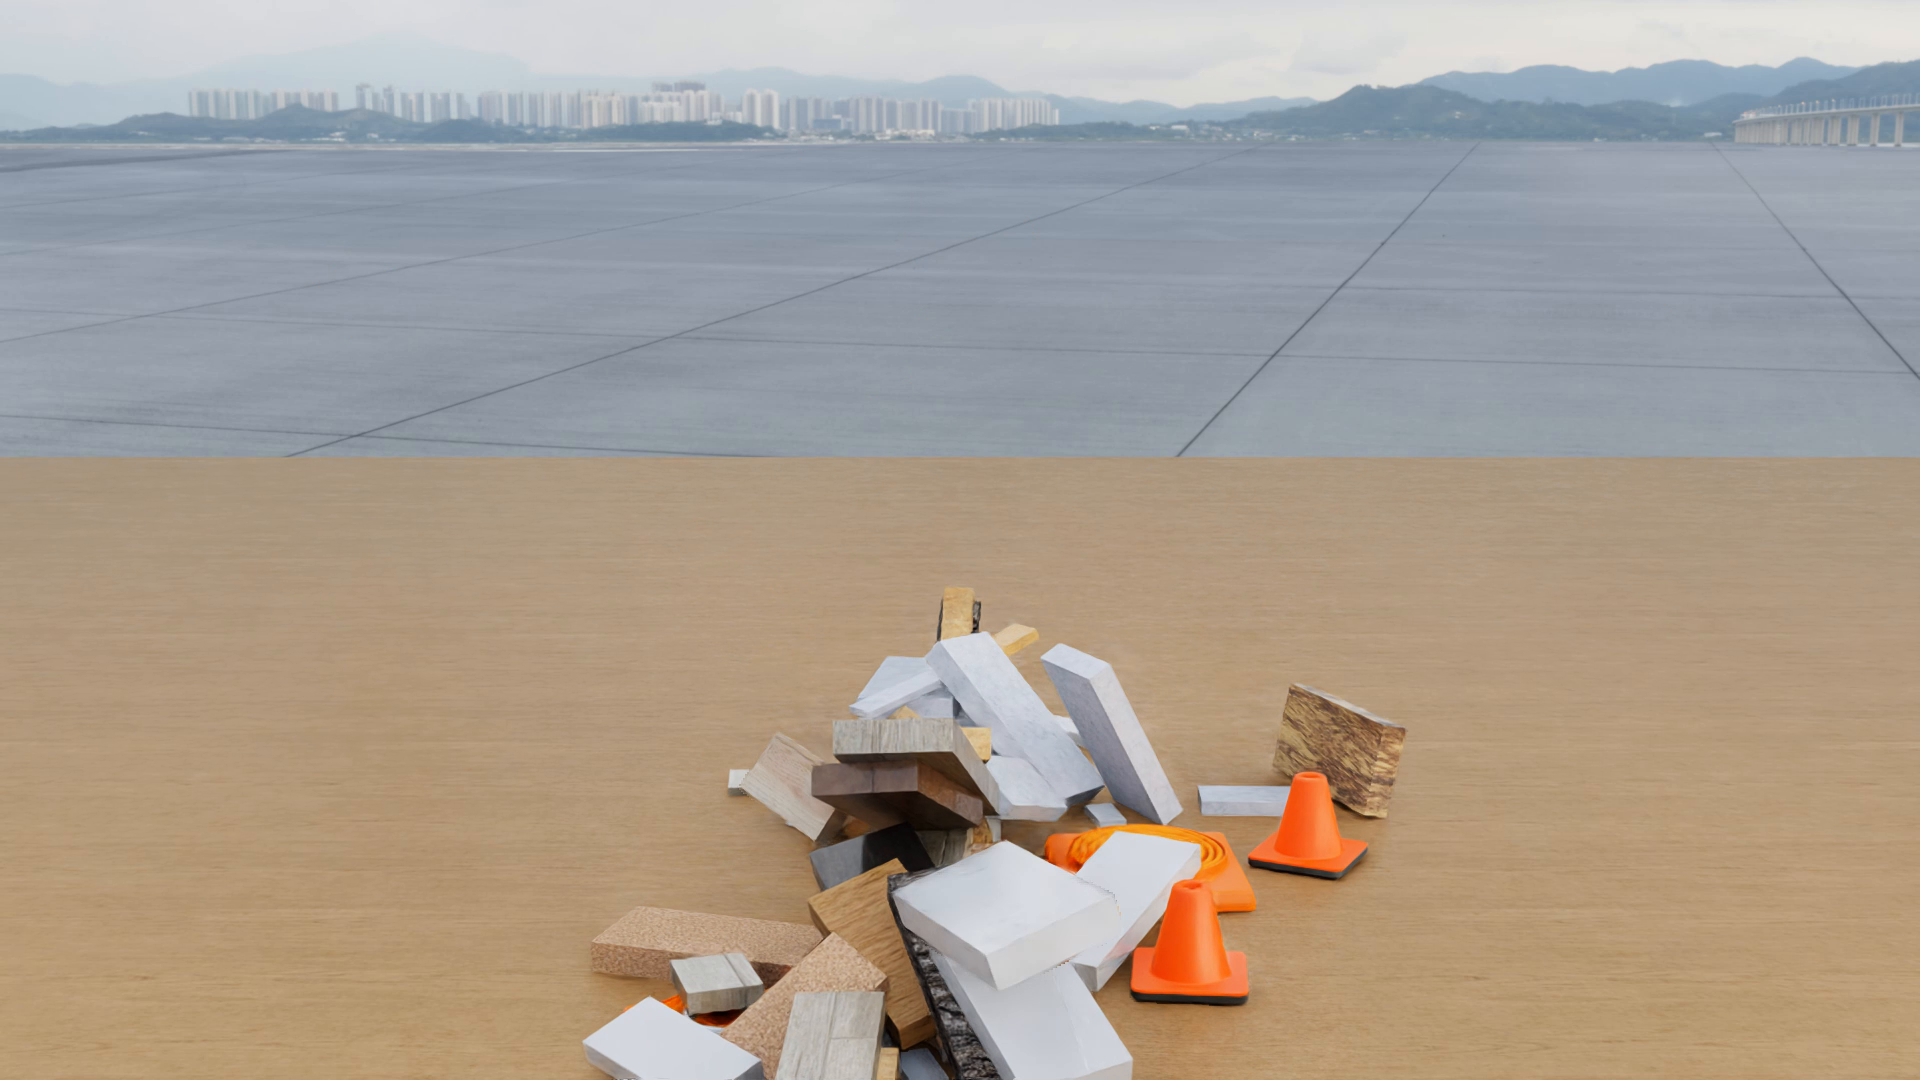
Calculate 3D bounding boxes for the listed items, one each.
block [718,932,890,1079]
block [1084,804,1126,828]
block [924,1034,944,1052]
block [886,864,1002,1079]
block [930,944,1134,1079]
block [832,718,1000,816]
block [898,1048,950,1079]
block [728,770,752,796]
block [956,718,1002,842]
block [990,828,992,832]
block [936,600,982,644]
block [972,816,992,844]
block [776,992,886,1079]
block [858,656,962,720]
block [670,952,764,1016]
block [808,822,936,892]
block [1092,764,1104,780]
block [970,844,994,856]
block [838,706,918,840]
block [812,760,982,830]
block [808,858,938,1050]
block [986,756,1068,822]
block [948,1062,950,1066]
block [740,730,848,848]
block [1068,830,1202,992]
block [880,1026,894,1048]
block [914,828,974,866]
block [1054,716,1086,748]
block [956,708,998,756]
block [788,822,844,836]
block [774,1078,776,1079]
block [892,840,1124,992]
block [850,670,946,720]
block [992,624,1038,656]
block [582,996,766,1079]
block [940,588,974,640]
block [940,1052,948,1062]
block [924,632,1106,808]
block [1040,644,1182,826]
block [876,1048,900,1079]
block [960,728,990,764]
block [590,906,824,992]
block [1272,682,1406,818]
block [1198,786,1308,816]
[{"bbox_3d":[-0.209,0.635,2.965,0.106,0.030,0.212,35,60,30],"label":"block"},{"bbox_3d":[0.268,0.510,4.062,0.051,0.015,0.103,-2,11,-12],"label":"block"},{"bbox_3d":[-0.023,0.667,3.044,0.072,0.020,0.144,-23,9,-20],"label":"block"},{"bbox_3d":[0.031,0.606,2.943,0.146,0.041,0.456,-8,36,-15],"label":"block"},{"bbox_3d":[0.089,0.608,2.870,0.150,0.043,0.301,-13,38,-21],"label":"block"},{"bbox_3d":[-0.060,0.363,3.450,0.177,0.050,0.533,-2,-17,8],"label":"block"},{"bbox_3d":[-0.054,0.714,2.961,0.052,0.015,0.103,-3,11,-17],"label":"block"},{"bbox_3d":[-0.418,0.470,4.266,0.060,0.017,0.121,-1,11,-4],"label":"block"},{"bbox_3d":[-0.030,0.437,4.022,0.179,0.051,0.358,-1,25,-4],"label":"block"},{"bbox_3d":[0.002,0.549,3.655,0.101,0.029,0.202,0,27,1],"label":"block"},{"bbox_3d":[-0.007,0.206,4.551,0.081,0.163,0.023,2,-21,15],"label":"block"},{"bbox_3d":[-0.008,0.480,3.701,0.101,0.029,0.202,-2,10,-6],"label":"block"},{"bbox_3d":[-0.165,0.666,2.736,0.118,0.034,0.411,-2,13,2],"label":"block"},{"bbox_3d":[-0.081,0.292,4.299,0.179,0.051,0.358,1,10,7],"label":"block"},{"bbox_3d":[-0.346,0.628,3.121,0.106,0.030,0.212,-4,2,-14],"label":"block"},{"bbox_3d":[-0.094,0.558,3.266,0.165,0.047,0.428,-16,23,-11],"label":"block"},{"bbox_3d":[0.259,0.458,4.338,0.103,0.015,0.051,9,14,39],"label":"block"},{"bbox_3d":[-0.014,0.566,3.479,0.115,0.033,0.230,-5,28,10],"label":"block"},{"bbox_3d":[-0.146,0.422,3.997,0.124,0.035,0.247,-40,22,31],"label":"block"},{"bbox_3d":[-0.093,0.398,3.400,0.165,0.047,0.330,-5,-18,17],"label":"block"},{"bbox_3d":[-0.085,0.575,3.082,0.146,0.041,0.292,-22,38,-19],"label":"block"},{"bbox_3d":[0.093,0.437,3.879,0.124,0.035,0.248,47,13,23],"label":"block"},{"bbox_3d":[0.021,0.688,2.993,0.052,0.015,0.103,4,16,12],"label":"block"},{"bbox_3d":[-0.287,0.450,3.986,0.247,0.124,0.035,27,-8,48],"label":"block"},{"bbox_3d":[0.231,0.575,3.451,0.150,0.043,0.423,6,21,27],"label":"block"},{"bbox_3d":[-0.167,0.668,3.081,0.106,0.030,0.212,16,6,-15],"label":"block"},{"bbox_3d":[-0.046,0.507,3.481,0.115,0.033,0.230,-8,19,8],"label":"block"},{"bbox_3d":[0.228,0.401,4.612,0.198,0.028,0.099,6,12,29],"label":"block"},{"bbox_3d":[-0.002,0.406,4.210,0.179,0.051,0.358,0,25,-1],"label":"block"},{"bbox_3d":[-0.249,0.515,4.024,0.121,0.017,0.060,6,12,31],"label":"block"},{"bbox_3d":[-0.110,0.737,2.766,0.146,0.041,0.292,-6,12,-30],"label":"block"},{"bbox_3d":[0.055,0.482,2.858,0.177,0.050,0.355,-22,11,-18],"label":"block"},{"bbox_3d":[-0.105,0.286,4.128,0.051,0.015,0.247,13,23,38],"label":"block"},{"bbox_3d":[0.080,0.229,4.675,0.163,0.023,0.081,-28,21,-27],"label":"block"},{"bbox_3d":[-0.380,0.688,2.907,0.233,0.033,0.117,17,35,41],"label":"block"},{"bbox_3d":[-0.008,0.194,4.510,0.060,0.191,0.017,2,-7,15],"label":"block"},{"bbox_3d":[0.003,0.689,3.077,0.072,0.020,0.144,-1,11,-7],"label":"block"},{"bbox_3d":[0.104,0.342,4.161,0.382,0.048,0.171,52,28,18],"label":"block"},{"bbox_3d":[0.279,0.356,4.038,0.048,0.342,0.171,-36,25,-18],"label":"block"},{"bbox_3d":[-0.141,0.701,2.743,0.118,0.034,0.237,-2,12,2],"label":"block"},{"bbox_3d":[-0.072,0.370,3.643,0.177,0.050,0.355,3,-17,-10],"label":"block"},{"bbox_3d":[-0.376,0.624,3.355,0.330,0.047,0.165,3,11,17],"label":"block"},{"bbox_3d":[0.722,0.398,4.214,0.048,0.171,0.342,9,6,-23],"label":"block"},{"bbox_3d":[0.549,0.490,4.130,0.198,0.028,0.099,0,11,2],"label":"block"}]
